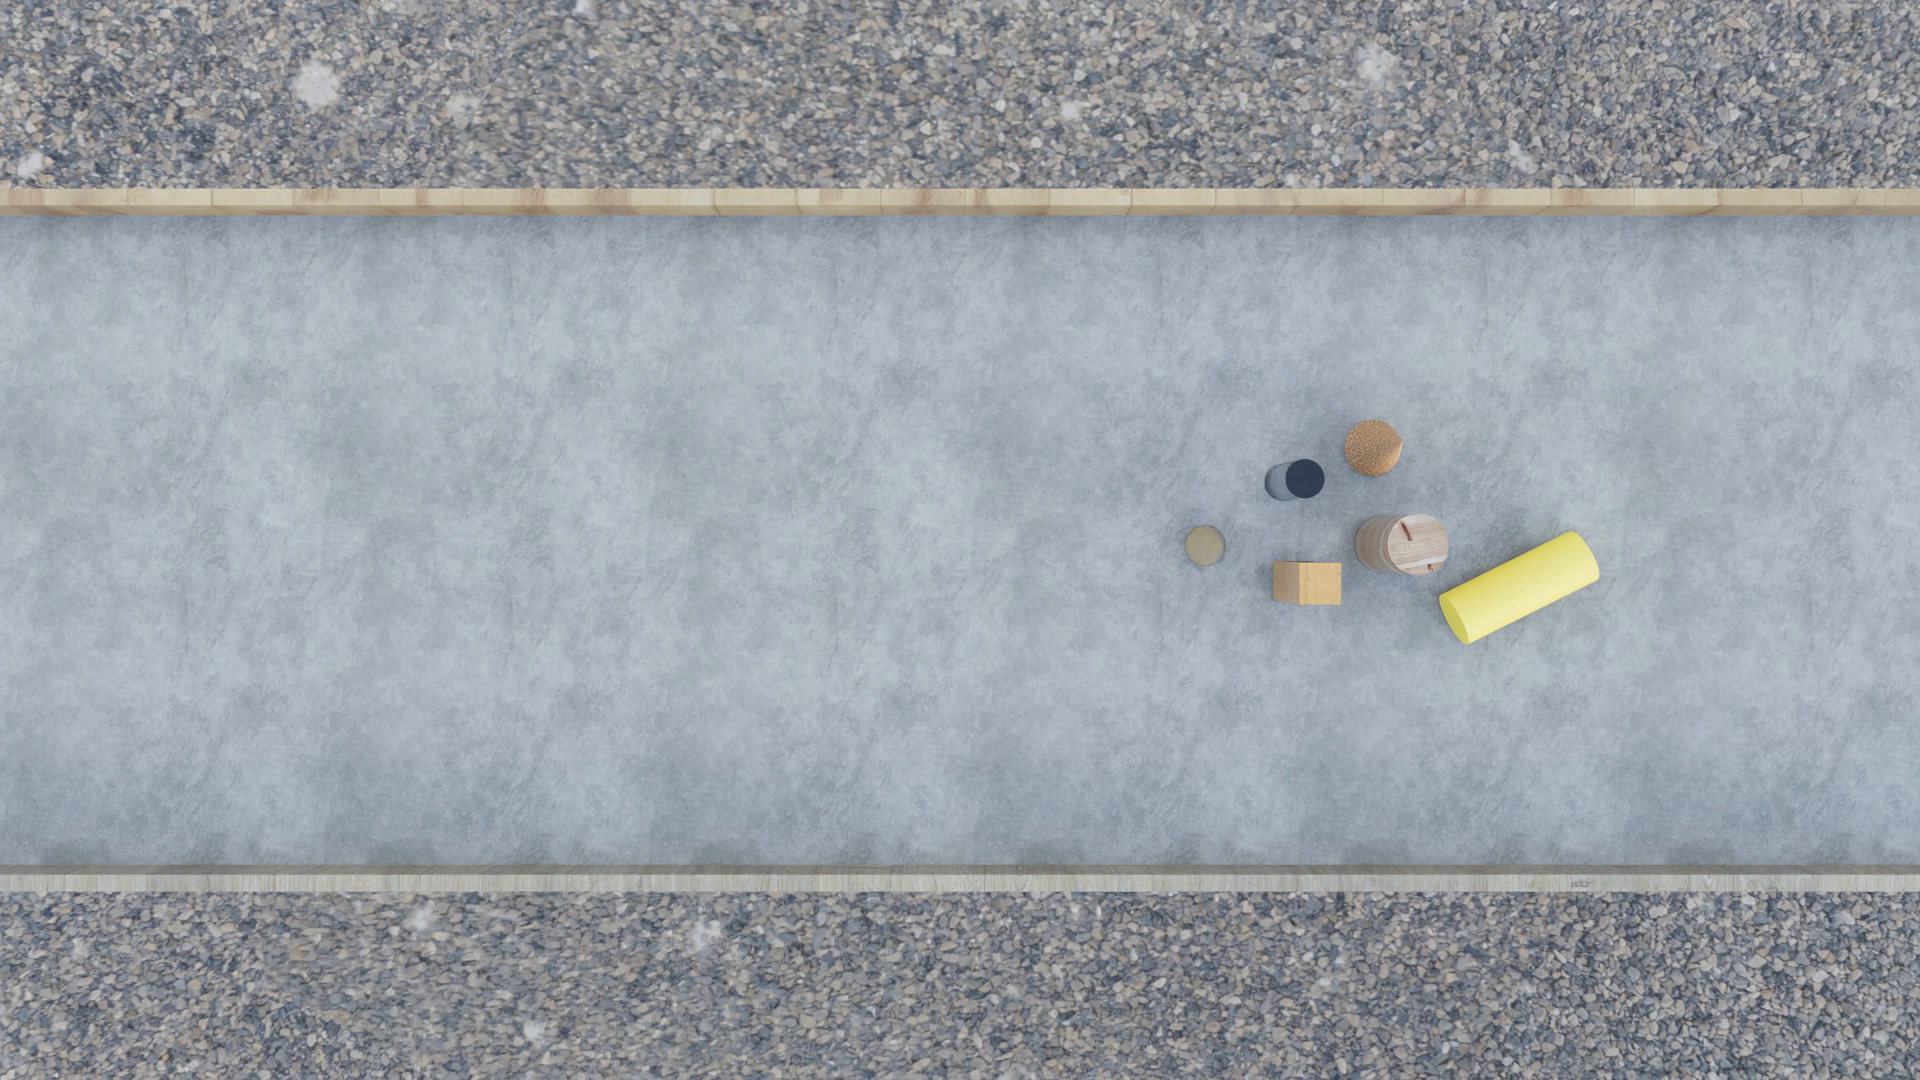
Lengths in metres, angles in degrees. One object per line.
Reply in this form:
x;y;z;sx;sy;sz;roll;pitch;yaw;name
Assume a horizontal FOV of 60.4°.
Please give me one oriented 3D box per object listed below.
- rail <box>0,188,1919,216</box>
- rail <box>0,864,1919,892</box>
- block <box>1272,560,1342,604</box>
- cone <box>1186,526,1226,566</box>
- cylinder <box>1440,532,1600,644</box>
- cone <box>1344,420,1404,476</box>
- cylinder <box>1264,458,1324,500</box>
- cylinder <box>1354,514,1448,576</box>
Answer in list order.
-2.247;-1.025;5.002;12.000;0.150;0.050;0;90;0;rail
-2.247;1.025;5.001;12.000;0.150;0.050;0;90;0;rail
1.023;0.124;4.878;0.118;0.396;0.118;0;90;0;block
0.756;0.017;4.907;0.126;0.340;0.126;0;90;0;cone
1.690;0.144;4.992;0.436;0.168;0.168;-26;90;0;cylinder
1.270;-0.283;4.901;0.173;0.350;0.173;0;90;0;cone
0.994;-0.177;4.915;0.114;0.323;0.114;0;90;0;cylinder
1.301;0.013;4.879;0.175;0.394;0.175;0;90;0;cylinder
